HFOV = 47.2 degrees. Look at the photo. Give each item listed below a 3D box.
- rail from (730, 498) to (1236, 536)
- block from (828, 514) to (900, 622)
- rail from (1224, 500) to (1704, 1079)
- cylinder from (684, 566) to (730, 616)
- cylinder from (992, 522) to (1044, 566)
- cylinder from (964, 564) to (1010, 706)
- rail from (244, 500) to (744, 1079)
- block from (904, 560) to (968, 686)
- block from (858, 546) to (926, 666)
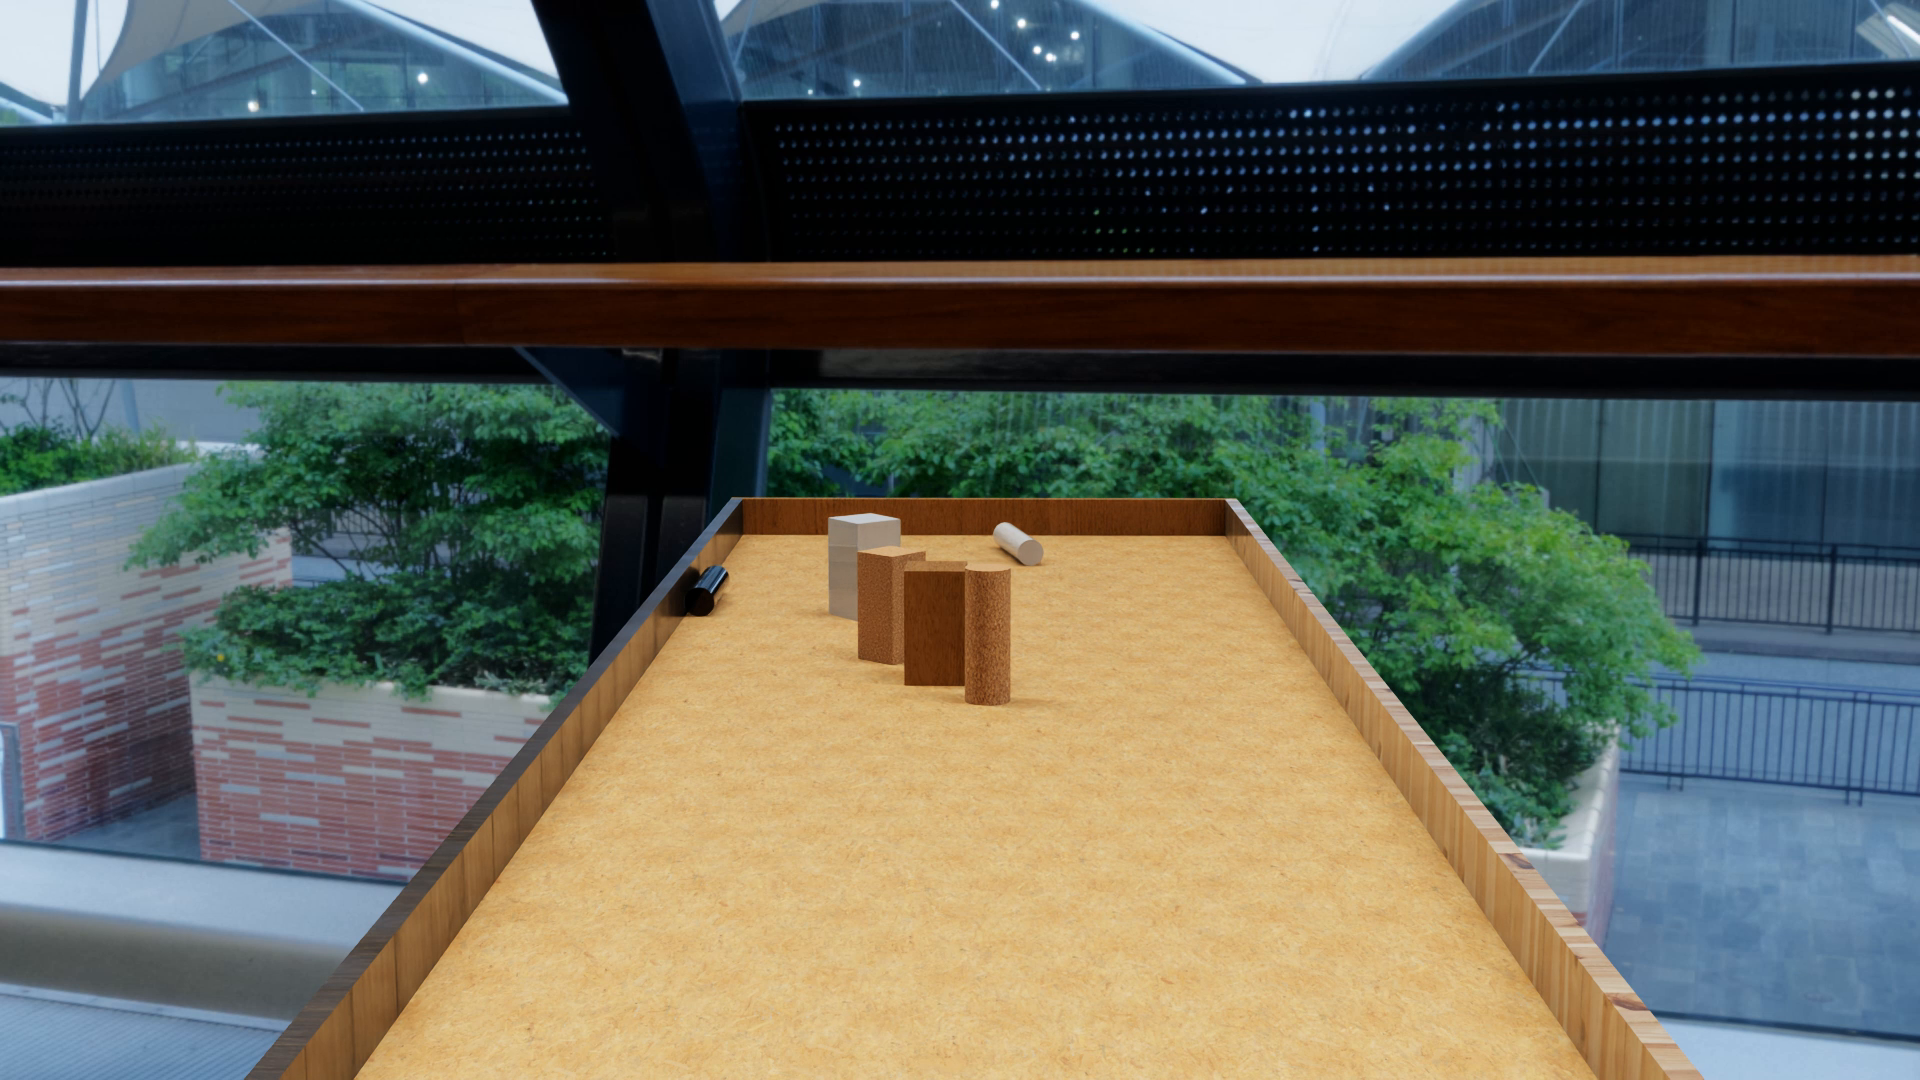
[{"bbox_3d":[0.099,-0.098,9.147,2.100,0.150,0.050,0,9,1],"label":"rail"},{"bbox_3d":[-0.321,0.090,7.393,0.174,0.329,0.174,-7,11,-37],"label":"block"},{"bbox_3d":[1.046,0.843,3.208,0.050,0.150,12.000,0,9,1],"label":"rail"},{"bbox_3d":[-0.870,0.174,7.590,0.101,0.101,0.439,0,9,1],"label":"cylinder"},{"bbox_3d":[0.226,0.014,8.599,0.101,0.101,0.451,-2,9,-11],"label":"cylinder"},{"bbox_3d":[0.077,0.263,6.139,0.128,0.379,0.128,0,9,0],"label":"cylinder"},{"bbox_3d":[-1.004,0.839,3.234,0.050,0.150,12.000,0,9,1],"label":"rail"},{"bbox_3d":[-0.069,0.242,6.412,0.177,0.336,0.177,0,9,2],"label":"block"},{"bbox_3d":[-0.208,0.198,6.700,0.147,0.332,0.147,8,12,41],"label":"block"}]
